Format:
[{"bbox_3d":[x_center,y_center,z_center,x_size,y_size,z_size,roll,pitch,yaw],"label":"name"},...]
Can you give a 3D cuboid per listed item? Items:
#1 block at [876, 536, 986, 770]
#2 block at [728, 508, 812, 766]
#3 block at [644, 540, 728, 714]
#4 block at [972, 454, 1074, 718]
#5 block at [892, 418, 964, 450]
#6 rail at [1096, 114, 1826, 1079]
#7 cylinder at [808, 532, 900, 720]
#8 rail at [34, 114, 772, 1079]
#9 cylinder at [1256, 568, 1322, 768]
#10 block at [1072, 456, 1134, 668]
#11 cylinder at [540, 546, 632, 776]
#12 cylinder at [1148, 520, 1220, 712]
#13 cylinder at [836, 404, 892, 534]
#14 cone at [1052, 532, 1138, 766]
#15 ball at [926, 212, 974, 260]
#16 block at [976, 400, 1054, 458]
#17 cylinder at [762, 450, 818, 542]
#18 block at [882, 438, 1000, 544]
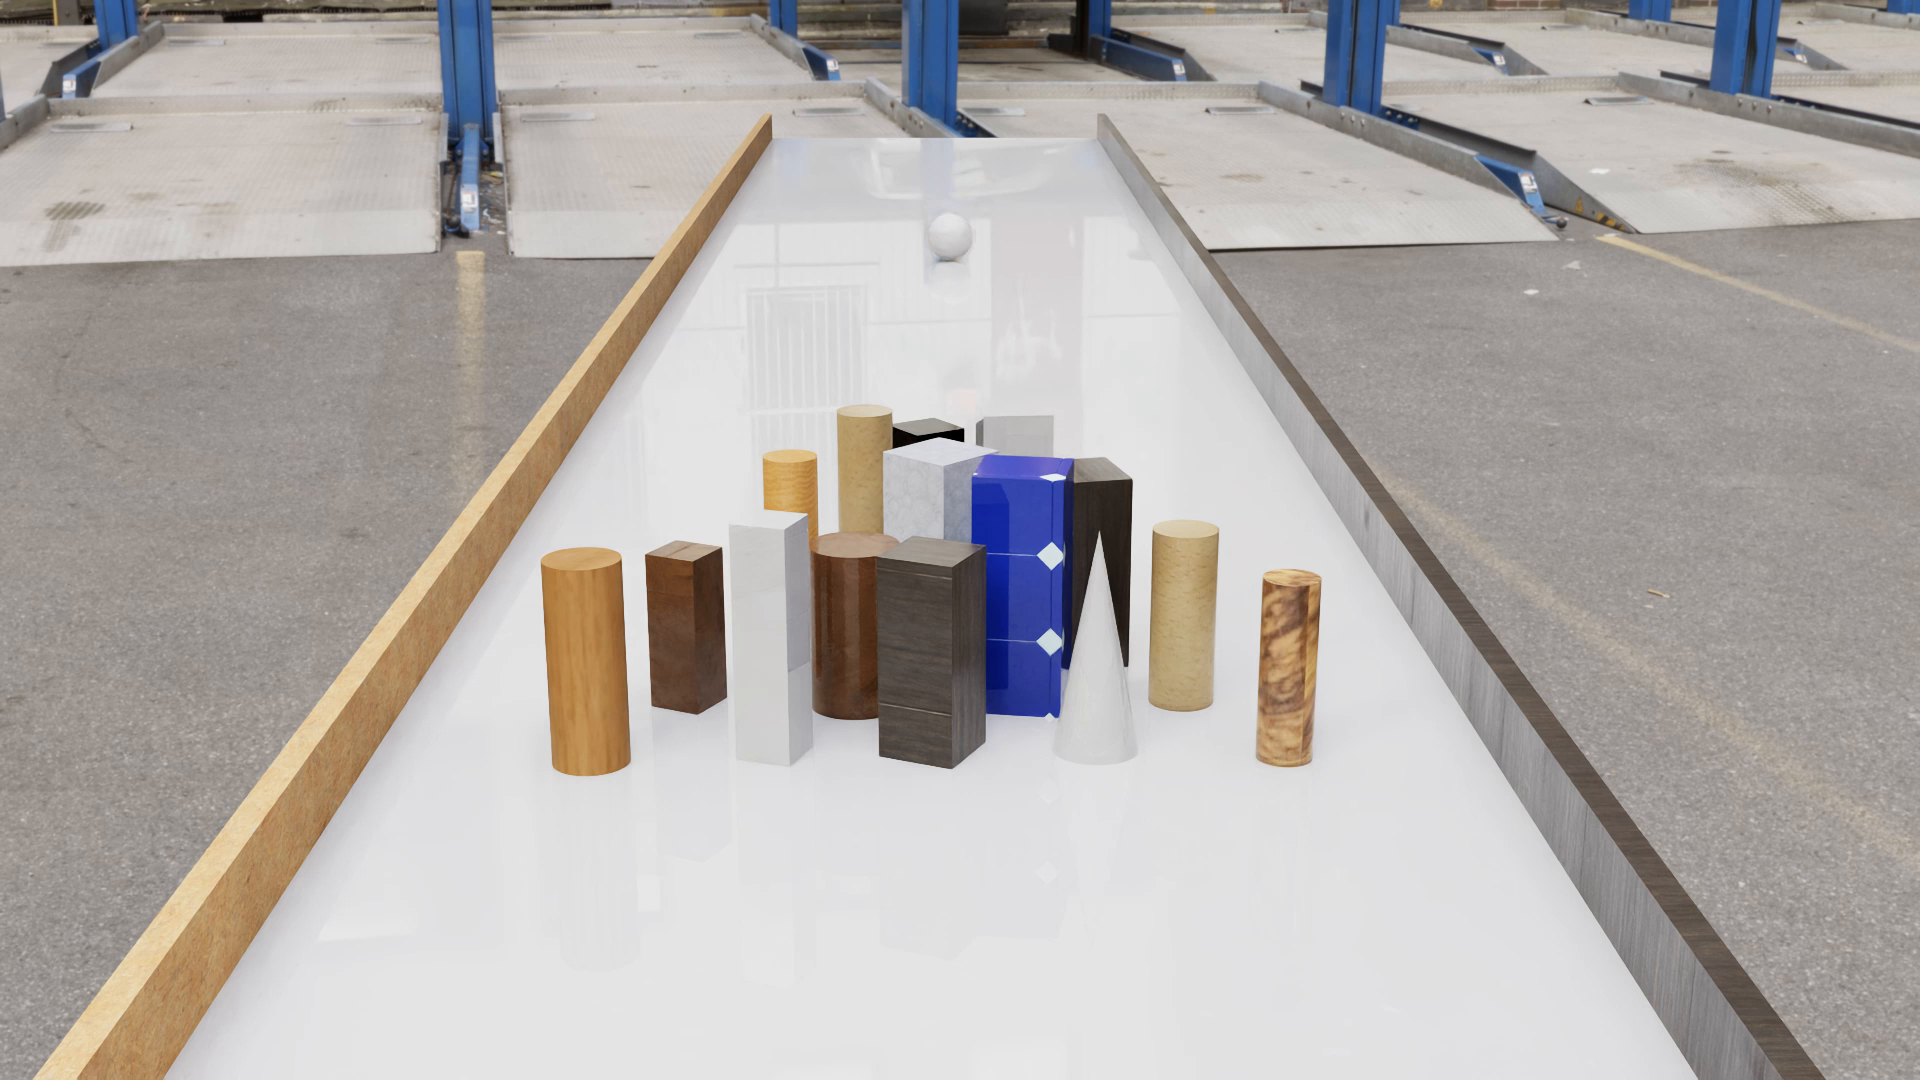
[{"bbox_3d":[-0.049,0.198,3.907,0.144,0.373,0.144,8,18,24],"label":"block"},{"bbox_3d":[-0.332,0.173,3.881,0.104,0.436,0.104,6,18,19],"label":"block"},{"bbox_3d":[-0.515,0.164,4.147,0.104,0.301,0.104,8,18,25],"label":"block"},{"bbox_3d":[0.118,0.086,4.134,0.169,0.459,0.169,3,17,9],"label":"block"},{"bbox_3d":[-0.076,-0.083,4.892,0.124,0.349,0.124,-11,20,-32],"label":"block"},{"bbox_3d":[0.932,-0.844,7.801,0.050,0.150,12.000,0,17,-1],"label":"rail"},{"bbox_3d":[-0.198,0.160,4.135,0.173,0.317,0.173,0,17,0],"label":"cylinder"},{"bbox_3d":[-1.118,-0.838,7.780,0.050,0.150,12.000,0,17,-1],"label":"rail"},{"bbox_3d":[0.578,0.226,3.878,0.102,0.335,0.102,0,17,0],"label":"cylinder"},{"bbox_3d":[0.228,0.048,4.385,0.178,0.387,0.178,-4,17,-14],"label":"block"},{"bbox_3d":[-0.654,0.212,3.852,0.139,0.377,0.139,0,17,0],"label":"cylinder"},{"bbox_3d":[0.421,0.142,4.149,0.125,0.341,0.125,0,17,0],"label":"cylinder"},{"bbox_3d":[-0.198,-0.055,4.630,0.117,0.446,0.117,0,17,0],"label":"cylinder"},{"bbox_3d":[0.244,0.180,3.902,0.156,0.410,0.156,0,17,0],"label":"cone"},{"bbox_3d":[-0.040,-1.259,9.121,0.194,0.194,0.194,0,17,0],"label":"ball"},{"bbox_3d":[0.112,-0.056,4.617,0.144,0.455,0.144,-2,17,-6],"label":"block"},{"bbox_3d":[-0.333,0.038,4.358,0.107,0.423,0.107,0,17,0],"label":"cylinder"},{"bbox_3d":[-0.037,0.029,4.382,0.162,0.425,0.162,15,22,40],"label":"block"}]
